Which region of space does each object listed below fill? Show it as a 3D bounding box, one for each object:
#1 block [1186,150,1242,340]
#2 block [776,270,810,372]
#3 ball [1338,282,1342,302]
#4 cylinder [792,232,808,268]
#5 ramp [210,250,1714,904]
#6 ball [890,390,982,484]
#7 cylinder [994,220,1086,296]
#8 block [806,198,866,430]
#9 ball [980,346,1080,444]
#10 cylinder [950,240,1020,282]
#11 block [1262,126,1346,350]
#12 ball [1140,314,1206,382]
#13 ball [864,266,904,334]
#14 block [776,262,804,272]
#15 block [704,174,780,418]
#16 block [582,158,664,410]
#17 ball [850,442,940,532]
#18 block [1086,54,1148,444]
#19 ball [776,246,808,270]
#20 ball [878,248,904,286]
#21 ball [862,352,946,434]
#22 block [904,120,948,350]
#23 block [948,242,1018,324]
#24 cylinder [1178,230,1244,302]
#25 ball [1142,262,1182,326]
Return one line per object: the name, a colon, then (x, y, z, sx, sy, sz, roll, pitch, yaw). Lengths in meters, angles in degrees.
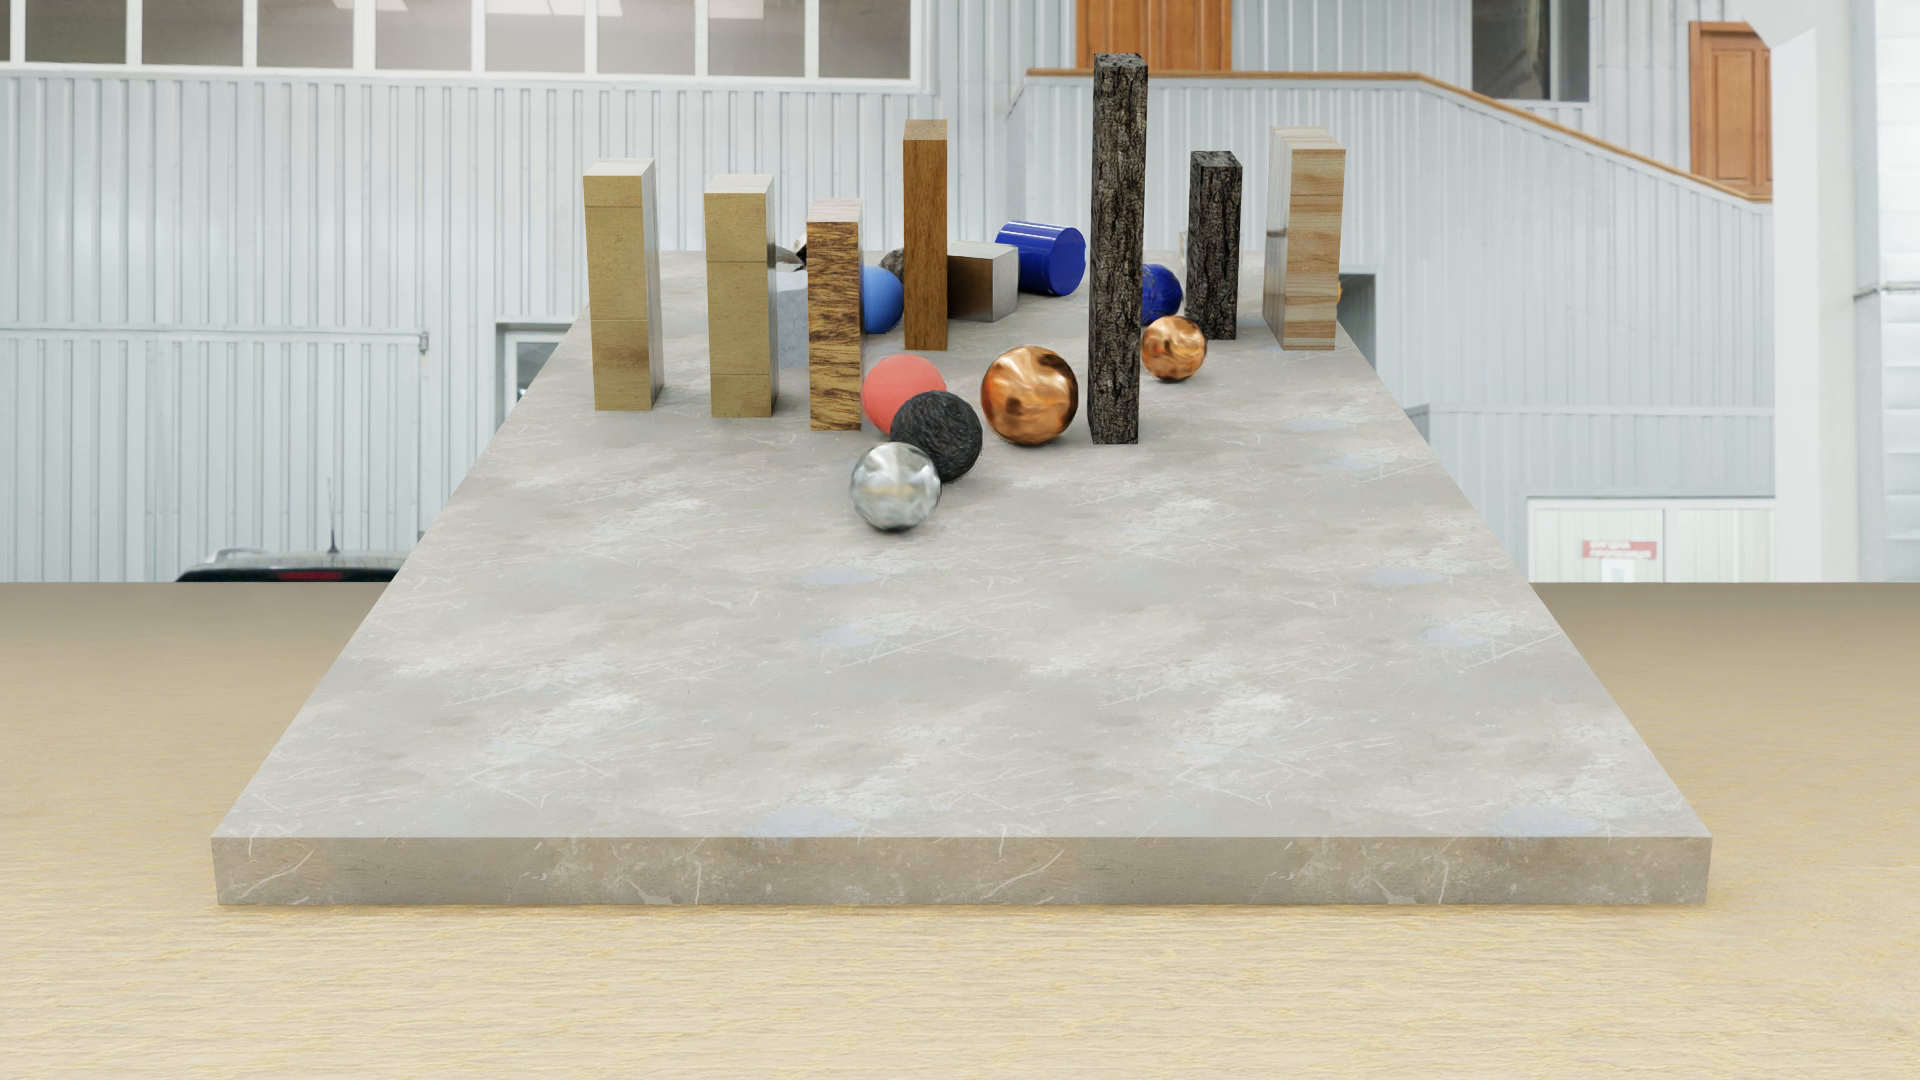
block: (0.646, -0.755, 5.735, 0.103, 0.438, 0.254, 0, 19, 0)
block: (-0.395, -0.538, 5.466, 0.194, 0.194, 0.194, -9, 21, -26)
ball: (0.961, -0.661, 5.976, 0.108, 0.108, 0.108, 0, -1, 0)
cylinder: (-0.375, -0.757, 6.155, 0.173, 0.173, 0.173, 0, 18, -5)
ramp: (-0.004, -0.192, 4.899, 2.000, 0.100, 4.000, 0, 19, 0)
ball: (-0.048, -0.205, 4.487, 0.187, 0.187, 0.187, 0, -1, 0)
cylinder: (0.220, -0.781, 6.206, 0.188, 0.188, 0.188, 13, 7, 34)
block: (-0.270, -0.500, 4.939, 0.109, 0.457, 0.284, 0, 19, 0)
ball: (0.147, -0.306, 4.753, 0.210, 0.210, 0.210, 0, -1, 0)
cylinder: (0.061, -0.730, 6.101, 0.158, 0.158, 0.158, 8, 2, 22)
block: (0.866, -0.770, 5.686, 0.129, 0.498, 0.393, 0, 19, 0)
ball: (0.501, -0.451, 5.270, 0.156, 0.156, 0.156, 0, -1, 0)
ball: (-0.225, -0.613, 5.726, 0.173, 0.173, 0.173, 0, -1, 0)
block: (-0.503, -0.595, 5.660, 0.179, 0.179, 0.179, 4, 19, 12)
block: (-0.485, -0.547, 5.014, 0.132, 0.499, 0.247, 0, 19, 0)
block: (-0.755, -0.579, 5.064, 0.126, 0.527, 0.243, 0, 19, 0)
ball: (-0.121, -0.100, 4.198, 0.170, 0.170, 0.170, 0, -1, 0)
block: (0.331, -0.617, 4.765, 0.095, 0.792, 0.240, 0, 19, 0)
ball: (-0.490, -0.667, 5.844, 0.199, 0.199, 0.199, 0, -1, 0)
ball: (-0.142, -0.694, 5.976, 0.168, 0.168, 0.168, 0, -1, 0)
ball: (-0.118, -0.310, 4.809, 0.181, 0.181, 0.181, 0, -1, 0)
block: (-0.085, -0.773, 5.655, 0.106, 0.521, 0.355, 0, 19, 0)
block: (0.042, -0.682, 5.936, 0.170, 0.170, 0.170, 8, 20, 22)
cylinder: (0.683, -0.747, 6.126, 0.176, 0.176, 0.176, 0, 19, 0)
ball: (0.492, -0.634, 5.806, 0.164, 0.164, 0.164, 0, -1, 0)
